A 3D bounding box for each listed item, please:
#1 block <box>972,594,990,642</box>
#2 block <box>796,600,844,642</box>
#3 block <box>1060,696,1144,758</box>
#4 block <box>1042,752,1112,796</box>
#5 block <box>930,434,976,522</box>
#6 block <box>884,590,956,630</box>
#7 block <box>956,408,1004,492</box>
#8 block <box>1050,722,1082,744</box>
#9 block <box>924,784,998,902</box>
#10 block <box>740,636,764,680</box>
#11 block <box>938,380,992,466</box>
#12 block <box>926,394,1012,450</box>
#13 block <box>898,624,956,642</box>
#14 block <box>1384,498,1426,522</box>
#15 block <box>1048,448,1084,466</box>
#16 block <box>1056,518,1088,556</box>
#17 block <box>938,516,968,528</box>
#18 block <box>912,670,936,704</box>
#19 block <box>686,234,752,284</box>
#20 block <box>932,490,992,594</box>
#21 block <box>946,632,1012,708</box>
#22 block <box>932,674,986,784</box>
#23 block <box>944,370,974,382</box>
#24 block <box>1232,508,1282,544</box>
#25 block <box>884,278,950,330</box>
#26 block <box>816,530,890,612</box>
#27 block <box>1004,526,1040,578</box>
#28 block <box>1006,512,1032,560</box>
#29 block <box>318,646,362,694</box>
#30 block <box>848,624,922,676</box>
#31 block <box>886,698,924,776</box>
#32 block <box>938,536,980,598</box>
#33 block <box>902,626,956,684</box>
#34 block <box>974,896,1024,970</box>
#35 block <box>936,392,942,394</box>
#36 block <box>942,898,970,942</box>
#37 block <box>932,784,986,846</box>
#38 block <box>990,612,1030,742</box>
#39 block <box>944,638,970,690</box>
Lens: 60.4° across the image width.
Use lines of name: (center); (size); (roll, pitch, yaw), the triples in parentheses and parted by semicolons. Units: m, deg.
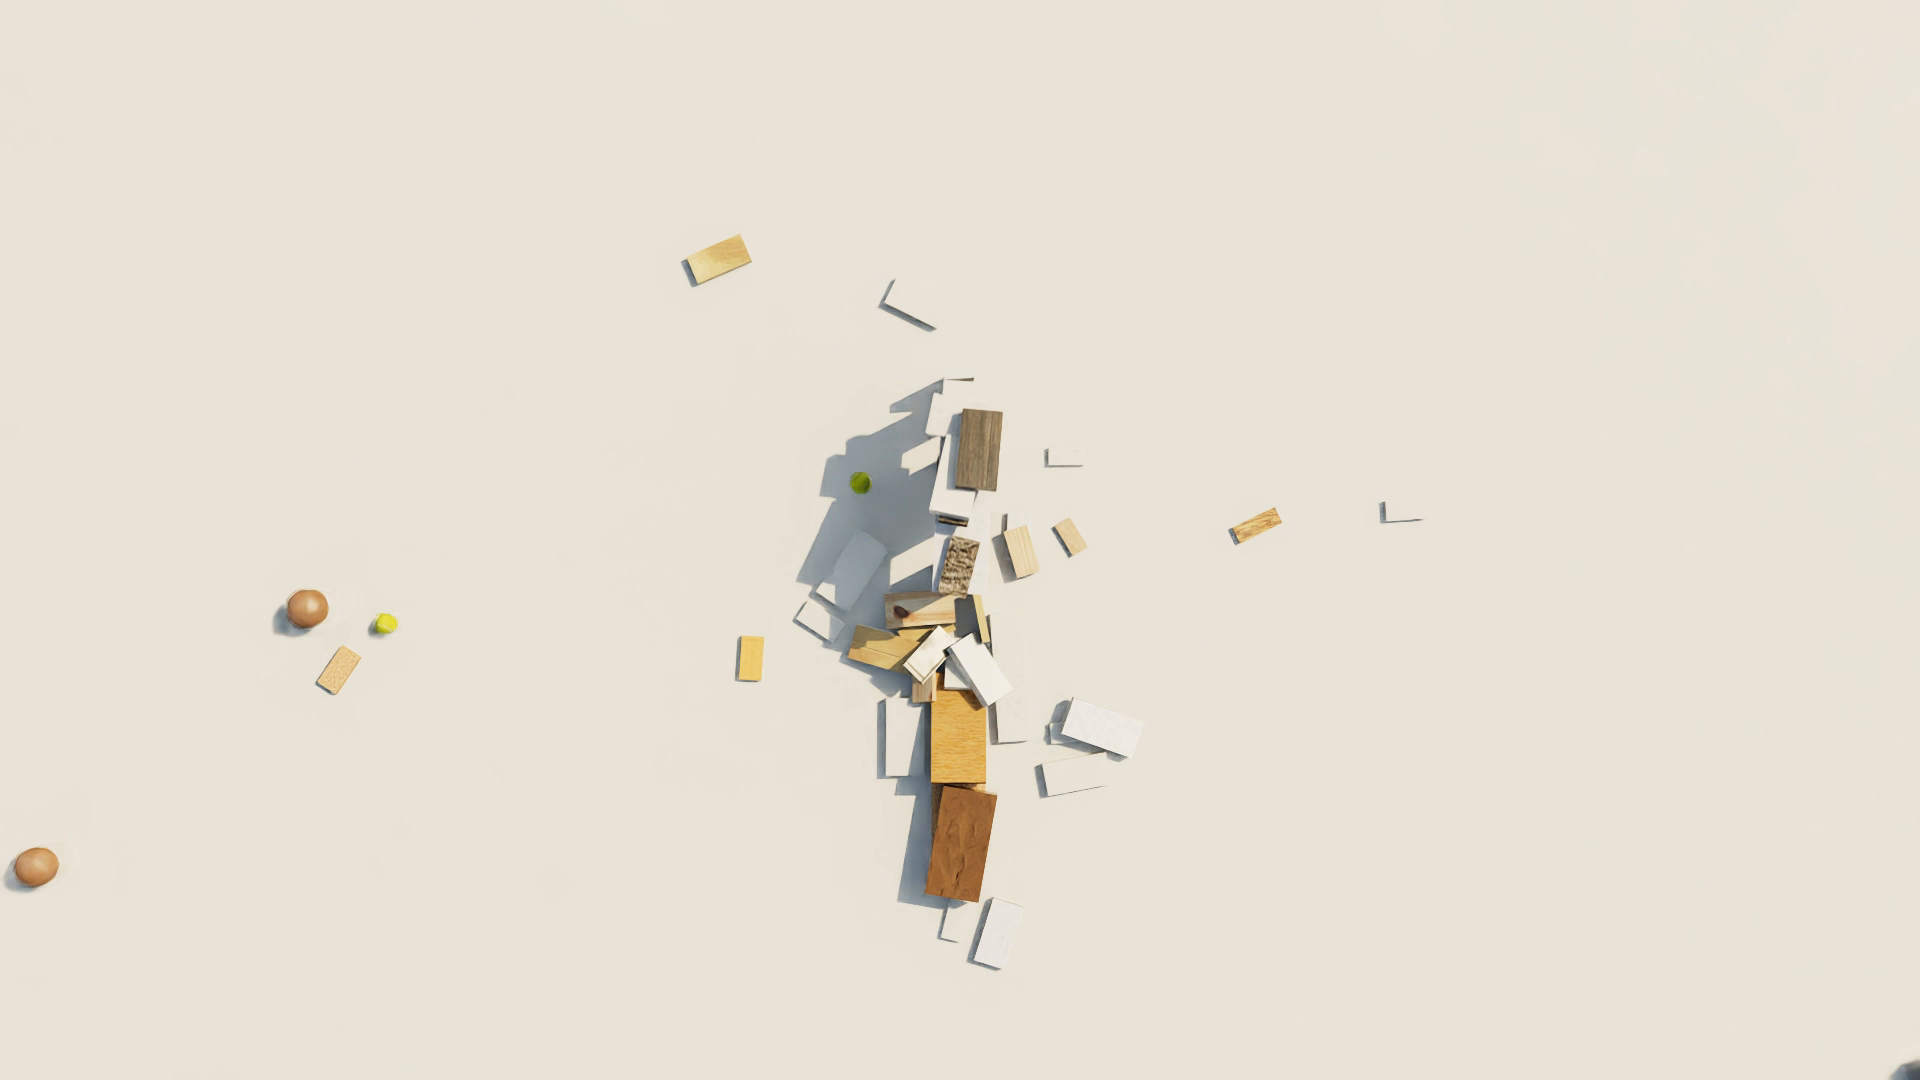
block: (0.069, 0.250, 5.457); (0.024, 0.086, 0.173); (-11, 90, -1)
block: (-0.464, 0.271, 5.490); (0.145, 0.021, 0.072); (33, 90, 0)
block: (0.471, 0.621, 5.467); (0.250, 0.035, 0.125); (20, 87, -6)
block: (0.388, 0.777, 5.485); (0.214, 0.030, 0.107); (-11, 90, 0)
block: (-0.007, -0.192, 5.072); (0.126, 0.036, 0.251); (12, 72, 3)
block: (-0.132, 0.228, 5.465); (0.229, 0.032, 0.114); (-5, 80, 4)
block: (0.060, -0.277, 5.062); (0.126, 0.036, 0.251); (5, 72, 0)
block: (0.368, 0.639, 5.491); (0.133, 0.019, 0.067); (-5, 90, 0)
block: (0.004, 0.997, 5.424); (0.179, 0.051, 0.358); (10, 90, 0)
block: (-0.693, 0.392, 5.490); (0.072, 0.021, 0.145); (4, 90, 0)
block: (0.016, -0.344, 5.175); (0.152, 0.043, 0.303); (4, 90, 0)
block: (0.029, -0.369, 5.136); (0.251, 0.036, 0.126); (12, 90, 0)
block: (-0.110, 0.301, 5.488); (0.173, 0.024, 0.086); (-28, 90, 0)
block: (1.482, -0.100, 5.491); (0.133, 0.019, 0.067); (-4, 90, 0)
block: (0.353, -0.278, 5.492); (0.117, 0.017, 0.059); (0, 90, 0)
block: (0.371, -0.011, 5.492); (0.059, 0.017, 0.117); (-31, 90, 0)
block: (-0.003, -0.153, 5.091); (0.090, 0.026, 0.222); (9, 72, 2)
block: (-0.119, 0.457, 5.450); (0.080, 0.023, 0.159); (-10, 73, 32)
block: (-0.800, -0.934, 5.486); (0.194, 0.027, 0.097); (-23, 90, 0)
block: (0.005, -0.004, 5.136); (0.170, 0.048, 0.339); (2, 90, 0)
block: (0.064, 0.426, 5.425); (0.114, 0.032, 0.229); (-30, 85, -35)
block: (-0.004, 0.620, 5.433); (0.179, 0.051, 0.358); (0, 76, 0)
block: (-0.003, -0.533, 5.403); (0.097, 0.194, 0.027); (-4, 90, 0)
block: (0.989, -0.049, 5.492); (0.156, 0.017, 0.058); (-26, 90, 0)
block: (-0.142, -0.789, 5.486); (0.194, 0.027, 0.097); (26, 90, 0)
block: (-0.356, 0.101, 5.482); (0.125, 0.035, 0.250); (34, 90, 0)
block: (0.205, 0.038, 5.466); (0.080, 0.023, 0.159); (-17, 90, 0)
block: (0.195, -0.011, 5.489); (0.080, 0.023, 0.159); (3, 90, 0)
block: (-2.065, 0.432, 5.490); (0.072, 0.021, 0.145); (34, 90, 0)
block: (-0.246, 0.366, 5.463); (0.229, 0.032, 0.114); (15, 88, 10)
block: (-0.182, 0.653, 5.482); (0.125, 0.035, 0.255); (0, 90, 0)
block: (-0.003, 0.083, 5.100); (0.090, 0.026, 0.181); (14, 90, 0)
block: (-0.099, 0.378, 5.418); (0.090, 0.026, 0.181); (45, 70, -6)
block: (0.130, 1.307, 5.485); (0.107, 0.030, 0.214); (17, 90, 0)
block: (0.002, -0.445, 5.348); (0.152, 0.303, 0.043); (0, 90, 0)
block: (-0.015, 1.264, 5.491); (0.067, 0.019, 0.133); (13, 90, 0)
block: (-0.004, 0.841, 5.475); (0.179, 0.051, 0.358); (0, 90, 0)
block: (0.167, 0.455, 5.485); (0.107, 0.030, 0.426); (-4, 90, 0)
block: (-0.004, 0.409, 5.452); (0.086, 0.024, 0.173); (2, 65, 1)
